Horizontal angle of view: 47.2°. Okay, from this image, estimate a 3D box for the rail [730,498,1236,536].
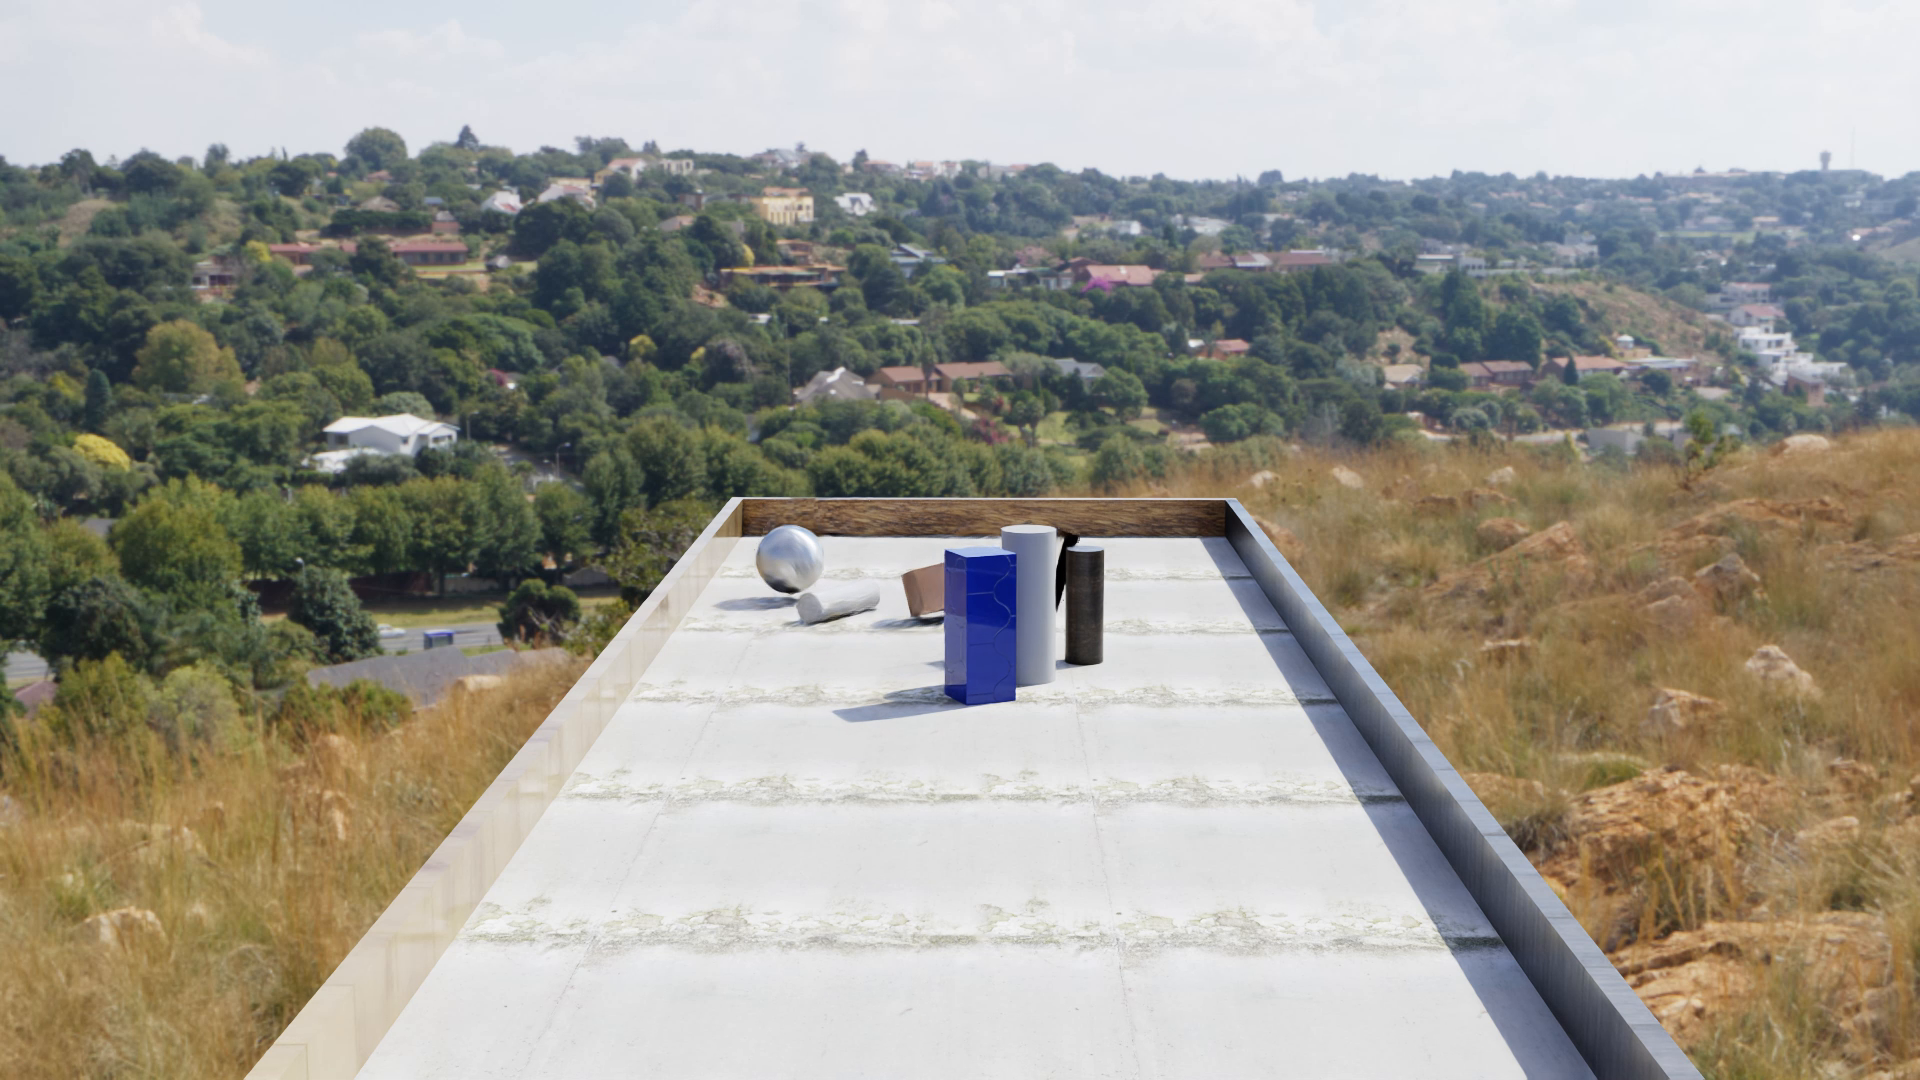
[{"bbox_3d":[0.099,-0.098,9.147,2.100,0.150,0.050,0,9,1],"label":"rail"}]

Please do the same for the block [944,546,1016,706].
[{"bbox_3d":[0.057,0.238,6.173,0.152,0.417,0.152,-4,10,-24],"label":"block"}]

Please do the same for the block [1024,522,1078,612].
[{"bbox_3d":[0.230,0.150,6.767,0.125,0.387,0.125,16,0,-29],"label":"block"}]

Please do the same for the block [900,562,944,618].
[{"bbox_3d":[-0.006,0.145,7.343,0.330,0.149,0.149,-13,-3,-21],"label":"block"}]

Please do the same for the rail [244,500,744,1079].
[{"bbox_3d":[-1.004,0.839,3.234,0.050,0.150,12.000,0,9,1],"label":"rail"}]

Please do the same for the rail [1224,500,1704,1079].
[{"bbox_3d":[1.046,0.843,3.208,0.050,0.150,12.000,0,9,1],"label":"rail"}]

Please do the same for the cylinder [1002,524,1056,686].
[{"bbox_3d":[0.199,0.188,6.401,0.160,0.445,0.160,0,9,0],"label":"cylinder"}]

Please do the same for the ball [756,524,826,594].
[{"bbox_3d":[-0.591,0.068,7.665,0.241,0.241,0.241,0,9,0],"label":"ball"}]

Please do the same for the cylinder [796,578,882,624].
[{"bbox_3d":[-0.405,0.204,7.388,0.104,0.104,0.329,6,11,34],"label":"cylinder"}]

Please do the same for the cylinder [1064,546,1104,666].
[{"bbox_3d":[0.377,0.197,6.657,0.118,0.347,0.118,0,9,0],"label":"cylinder"}]
